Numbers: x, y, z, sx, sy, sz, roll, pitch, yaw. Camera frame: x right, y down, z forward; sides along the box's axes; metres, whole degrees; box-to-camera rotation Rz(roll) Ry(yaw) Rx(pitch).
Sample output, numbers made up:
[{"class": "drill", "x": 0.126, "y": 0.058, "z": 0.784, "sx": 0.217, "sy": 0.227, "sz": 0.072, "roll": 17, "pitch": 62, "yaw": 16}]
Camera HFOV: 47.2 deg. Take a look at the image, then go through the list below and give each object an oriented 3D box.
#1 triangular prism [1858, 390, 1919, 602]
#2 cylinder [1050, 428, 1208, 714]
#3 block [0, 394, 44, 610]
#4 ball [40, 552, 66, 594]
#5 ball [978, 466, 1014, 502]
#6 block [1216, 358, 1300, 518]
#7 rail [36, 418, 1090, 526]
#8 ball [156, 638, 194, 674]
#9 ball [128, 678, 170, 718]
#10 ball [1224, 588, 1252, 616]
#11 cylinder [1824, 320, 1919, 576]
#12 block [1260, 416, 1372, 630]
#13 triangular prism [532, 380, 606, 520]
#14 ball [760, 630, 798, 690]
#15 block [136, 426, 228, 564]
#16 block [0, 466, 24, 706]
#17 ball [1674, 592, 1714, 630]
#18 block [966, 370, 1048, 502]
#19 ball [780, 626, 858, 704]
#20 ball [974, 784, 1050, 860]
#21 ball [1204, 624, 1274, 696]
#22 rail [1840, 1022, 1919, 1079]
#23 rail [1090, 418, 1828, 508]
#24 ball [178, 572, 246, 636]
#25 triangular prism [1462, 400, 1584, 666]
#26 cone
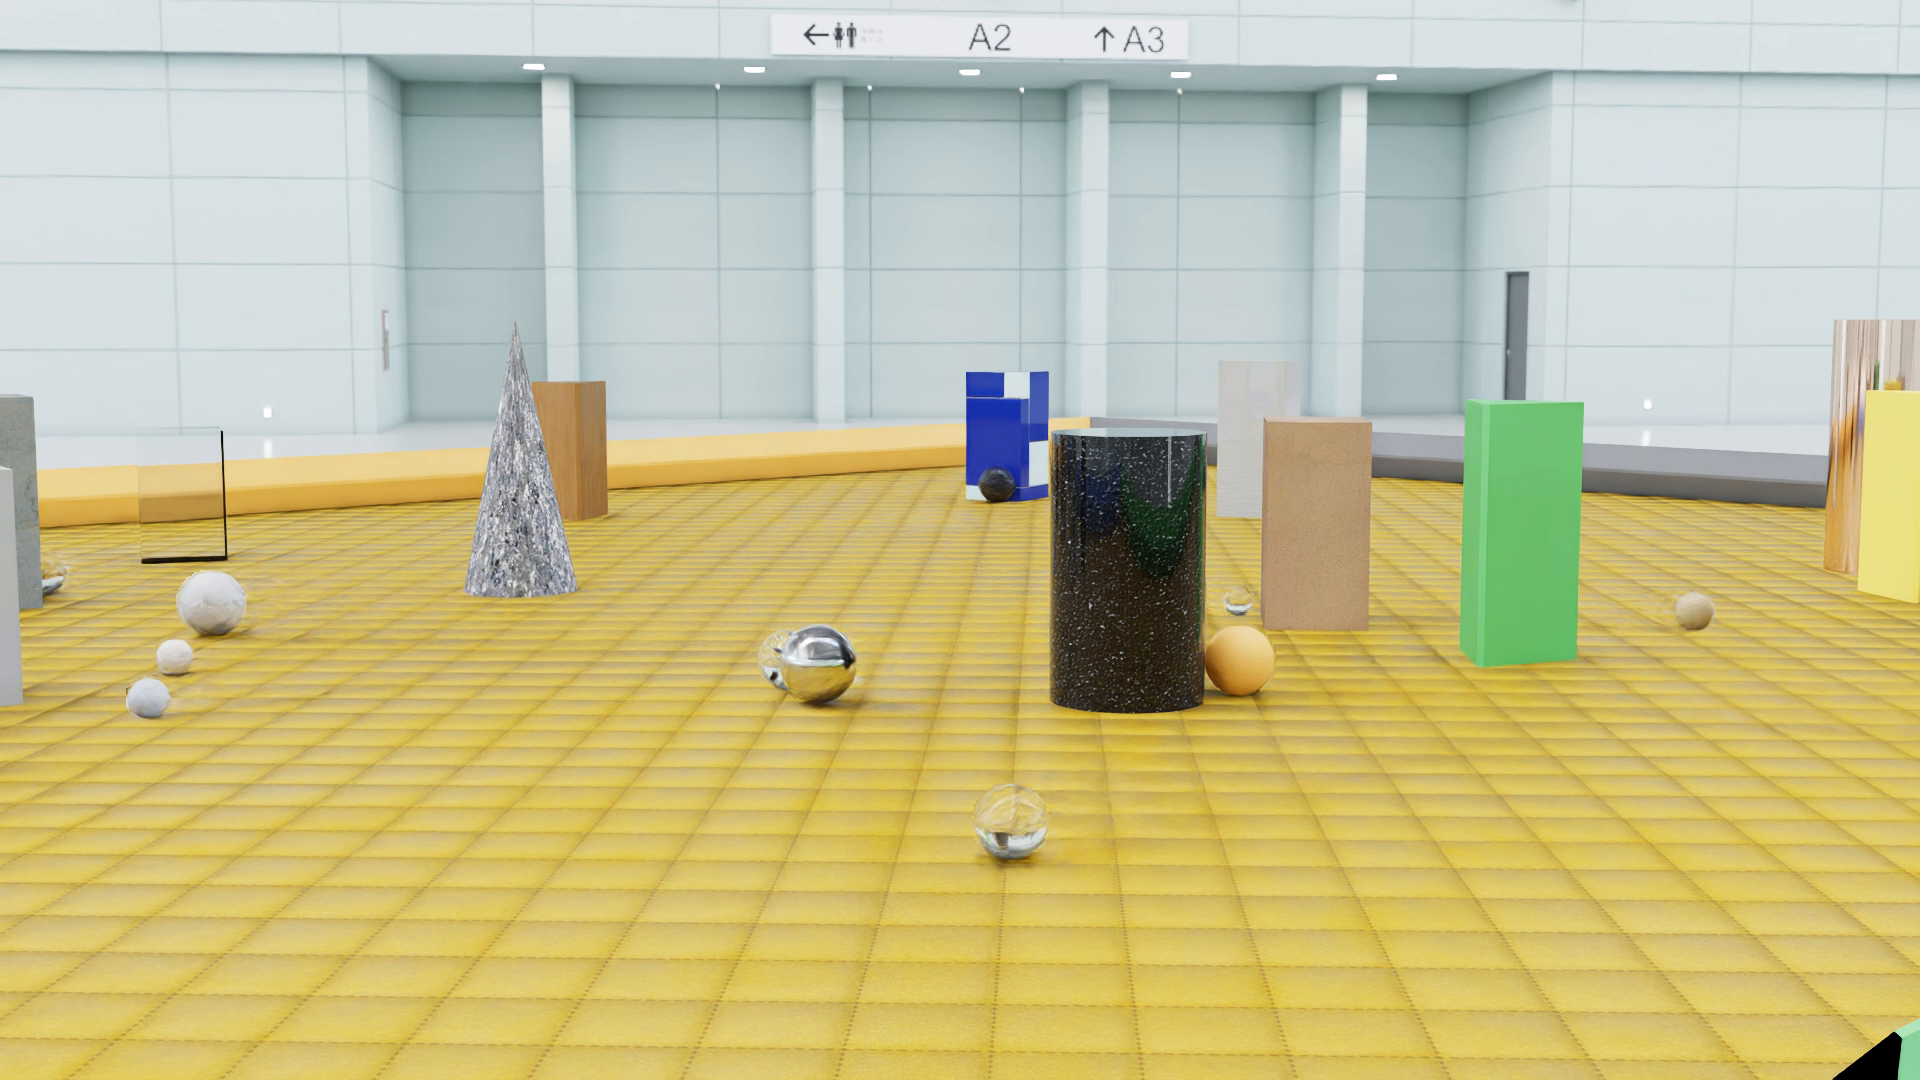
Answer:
[{"class": "triangular prism", "x": 1.439, "y": -0.071, "z": 3.354, "sx": 0.151, "sy": 0.310, "sz": 0.131, "roll": -5, "pitch": 8, "yaw": -38}, {"class": "cylinder", "x": 0.187, "y": 0.030, "z": 2.462, "sx": 0.174, "sy": 0.301, "sz": 0.174, "roll": 0, "pitch": 6, "yaw": 0}, {"class": "block", "x": -1.439, "y": -0.056, "z": 3.225, "sx": 0.140, "sy": 0.309, "sz": 0.140, "roll": -4, "pitch": 7, "yaw": -33}, {"class": "ball", "x": -1.406, "y": 0.051, "z": 3.374, "sx": 0.064, "sy": 0.064, "sz": 0.064, "roll": 0, "pitch": 6, "yaw": 0}, {"class": "ball", "x": 0.082, "y": -0.125, "z": 4.918, "sx": 0.082, "sy": 0.082, "sz": 0.082, "roll": 0, "pitch": 6, "yaw": 0}, {"class": "block", "x": 0.628, "y": -0.215, "z": 4.618, "sx": 0.140, "sy": 0.325, "sz": 0.140, "roll": 3, "pitch": 7, "yaw": 22}, {"class": "rail", "x": -1.347, "y": -0.127, "z": 4.785, "sx": 4.737, "sy": 0.113, "sz": 0.045, "roll": -6, "pitch": 8, "yaw": -42}, {"class": "ball", "x": -0.944, "y": 0.140, "z": 2.642, "sx": 0.043, "sy": 0.043, "sz": 0.043, "roll": 0, "pitch": 6, "yaw": 0}, {"class": "ball", "x": -0.873, "y": 0.170, "z": 2.365, "sx": 0.043, "sy": 0.043, "sz": 0.043, "roll": 0, "pitch": 6, "yaw": 0}, {"class": "ball", "x": 0.397, "y": 0.088, "z": 3.135, "sx": 0.040, "sy": 0.040, "sz": 0.040, "roll": 0, "pitch": 6, "yaw": 0}, {"class": "cylinder", "x": 1.535, "y": -0.157, "z": 3.650, "sx": 0.174, "sy": 0.417, "sz": 0.174, "roll": 0, "pitch": 6, "yaw": 0}, {"class": "block", "x": 0.493, "y": -0.025, "z": 3.055, "sx": 0.140, "sy": 0.284, "sz": 0.140, "roll": 1, "pitch": 6, "yaw": 5}, {"class": "triangular prism", "x": -0.792, "y": -0.190, "z": 4.591, "sx": 0.151, "sy": 0.281, "sz": 0.131, "roll": 6, "pitch": 8, "yaw": 42}, {"class": "ball", "x": -0.195, "y": 0.139, "z": 2.533, "sx": 0.070, "sy": 0.070, "sz": 0.070, "roll": 0, "pitch": 6, "yaw": 0}, {"class": "block", "x": -1.359, "y": -0.080, "z": 3.837, "sx": 0.140, "sy": 0.226, "sz": 0.140, "roll": -2, "pitch": 7, "yaw": -21}, {"class": "block", "x": -1.139, "y": 0.051, "z": 2.450, "sx": 0.140, "sy": 0.262, "sz": 0.140, "roll": -4, "pitch": 8, "yaw": -35}, {"class": "ball", "x": 1.001, "y": 0.097, "z": 2.999, "sx": 0.052, "sy": 0.052, "sz": 0.052, "roll": 0, "pitch": 6, "yaw": 0}, {"class": "block", "x": 0.108, "y": -0.240, "z": 5.018, "sx": 0.140, "sy": 0.289, "sz": 0.140, "roll": 3, "pitch": 7, "yaw": 29}, {"class": "ball", "x": -0.158, "y": 0.139, "z": 2.454, "sx": 0.087, "sy": 0.087, "sz": 0.087, "roll": 0, "pitch": 6, "yaw": 0}, {"class": "ball", "x": 0.041, "y": 0.226, "z": 1.765, "sx": 0.060, "sy": 0.060, "sz": 0.060, "roll": 0, "pitch": 6, "yaw": 0}, {"class": "ball", "x": 0.318, "y": 0.137, "z": 2.503, "sx": 0.080, "sy": 0.080, "sz": 0.080, "roll": 0, "pitch": 6, "yaw": 0}, {"class": "rail", "x": 1.347, "y": 0.186, "z": 1.881, "sx": 4.737, "sy": 0.113, "sz": 0.045, "roll": -6, "pitch": 8, "yaw": -42}, {"class": "rail", "x": 1.723, "y": -0.141, "z": 4.914, "sx": 0.045, "sy": 0.113, "sz": 4.021, "roll": -6, "pitch": 8, "yaw": -42}, {"class": "ball", "x": -1.003, "y": 0.085, "z": 2.952, "sx": 0.087, "sy": 0.087, "sz": 0.087, "roll": 0, "pitch": 6, "yaw": 0}, {"class": "triangular prism", "x": 0.678, "y": -0.014, "z": 2.771, "sx": 0.151, "sy": 0.322, "sz": 0.131, "roll": -3, "pitch": 7, "yaw": -25}, {"class": "cone", "x": -0.683, "y": -0.133, "z": 3.397, "sx": 0.174, "sy": 0.424, "sz": 0.174, "roll": 0, "pitch": 6, "yaw": 0}]
